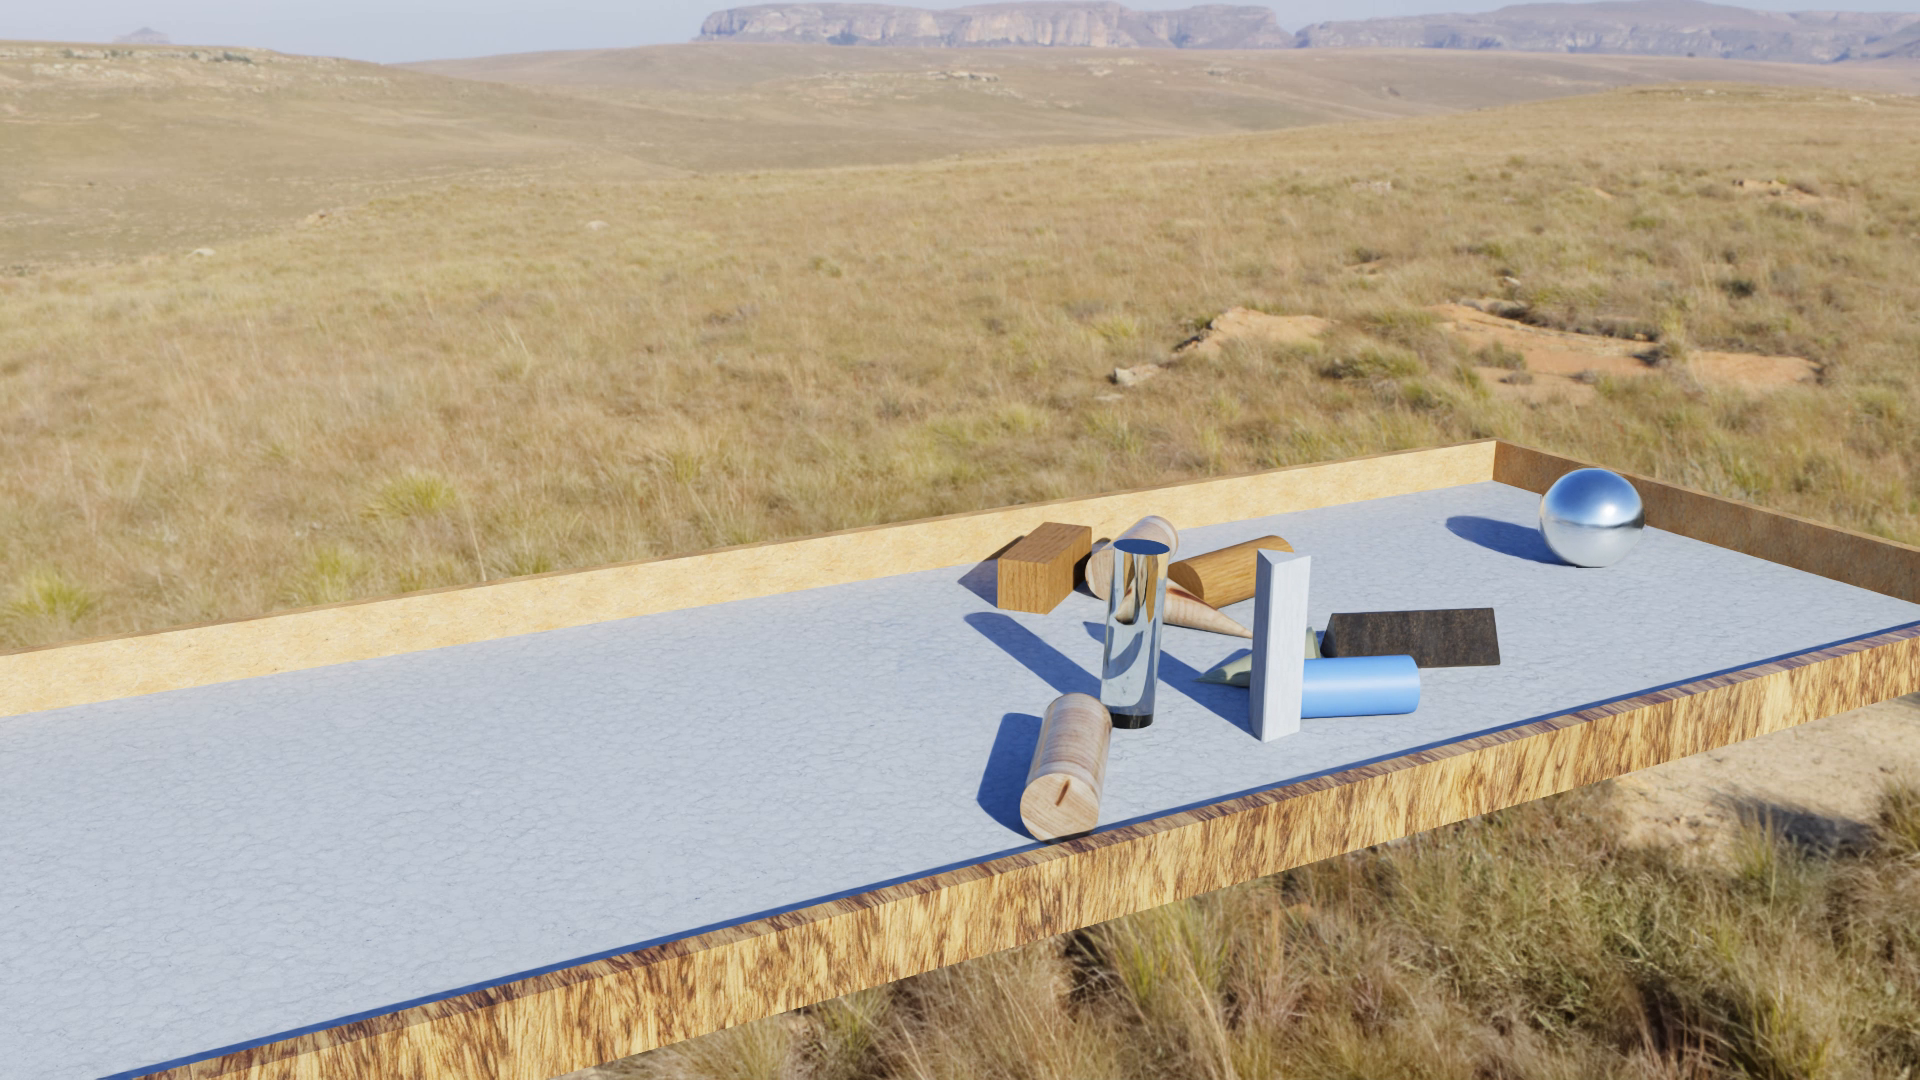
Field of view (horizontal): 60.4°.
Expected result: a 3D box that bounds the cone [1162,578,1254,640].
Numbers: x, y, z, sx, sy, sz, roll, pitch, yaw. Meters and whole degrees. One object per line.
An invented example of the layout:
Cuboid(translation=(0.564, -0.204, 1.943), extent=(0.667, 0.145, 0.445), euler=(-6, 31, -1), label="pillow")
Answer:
Cuboid(translation=(0.681, 0.215, 4.504), extent=(0.348, 0.136, 0.136), euler=(22, 25, 27), label="cone")

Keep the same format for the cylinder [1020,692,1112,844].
Cuboid(translation=(0.229, 0.473, 3.467), extent=(0.157, 0.157, 0.434), euler=(2, 17, 8), label="cylinder")

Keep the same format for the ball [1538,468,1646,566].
Cuboid(translation=(1.935, -0.070, 5.053), extent=(0.305, 0.305, 0.305), euler=(0, 16, 0), label="ball")

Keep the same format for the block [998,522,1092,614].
Cuboid(translation=(0.252, 0.077, 4.827), extent=(0.149, 0.149, 0.413), euler=(6, 18, 21), label="block")

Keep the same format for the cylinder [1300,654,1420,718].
Cuboid(translation=(0.915, 0.349, 3.922), extent=(0.316, 0.140, 0.140), euler=(-2, 16, -6), label="cylinder")

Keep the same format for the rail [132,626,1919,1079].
Cuboid(translation=(-2.336, 1.006, 1.665), extent=(12.000, 0.150, 0.050), euler=(-9, 18, -27), label="rail")

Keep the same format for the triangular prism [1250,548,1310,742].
Cuboid(translation=(0.712, 0.237, 3.790), extent=(0.120, 0.427, 0.104), euler=(-11, 20, -34), label="triangular prism")

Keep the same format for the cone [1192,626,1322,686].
Cuboid(translation=(0.731, 0.325, 4.103), extent=(0.322, 0.170, 0.170), euler=(-11, 13, 15), label="cone")

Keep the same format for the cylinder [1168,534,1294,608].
Cuboid(translation=(0.774, 0.101, 4.729), extent=(0.409, 0.160, 0.160), euler=(-14, 21, -39), label="cylinder")

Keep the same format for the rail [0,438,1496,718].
Cuboid(translation=(-3.305, 0.497, 3.399), extent=(12.000, 0.150, 0.050), euler=(-9, 18, -27), label="rail")

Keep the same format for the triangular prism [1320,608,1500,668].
Cuboid(translation=(1.171, 0.244, 4.281), extent=(0.430, 0.129, 0.149), euler=(-2, 16, -6), label="triangular prism")

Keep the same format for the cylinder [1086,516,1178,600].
Cuboid(translation=(0.516, 0.051, 4.905), extent=(0.156, 0.156, 0.403), euler=(7, 18, 23), label="cylinder")

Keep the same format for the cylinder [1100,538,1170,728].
Cuboid(translation=(0.405, 0.218, 3.849), extent=(0.130, 0.423, 0.130), euler=(3, 16, -1), label="cylinder")

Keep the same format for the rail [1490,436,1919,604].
Cuboid(translation=(2.466, -0.048, 5.253), extent=(0.050, 0.150, 2.100), euler=(-9, 18, -27), label="rail")
